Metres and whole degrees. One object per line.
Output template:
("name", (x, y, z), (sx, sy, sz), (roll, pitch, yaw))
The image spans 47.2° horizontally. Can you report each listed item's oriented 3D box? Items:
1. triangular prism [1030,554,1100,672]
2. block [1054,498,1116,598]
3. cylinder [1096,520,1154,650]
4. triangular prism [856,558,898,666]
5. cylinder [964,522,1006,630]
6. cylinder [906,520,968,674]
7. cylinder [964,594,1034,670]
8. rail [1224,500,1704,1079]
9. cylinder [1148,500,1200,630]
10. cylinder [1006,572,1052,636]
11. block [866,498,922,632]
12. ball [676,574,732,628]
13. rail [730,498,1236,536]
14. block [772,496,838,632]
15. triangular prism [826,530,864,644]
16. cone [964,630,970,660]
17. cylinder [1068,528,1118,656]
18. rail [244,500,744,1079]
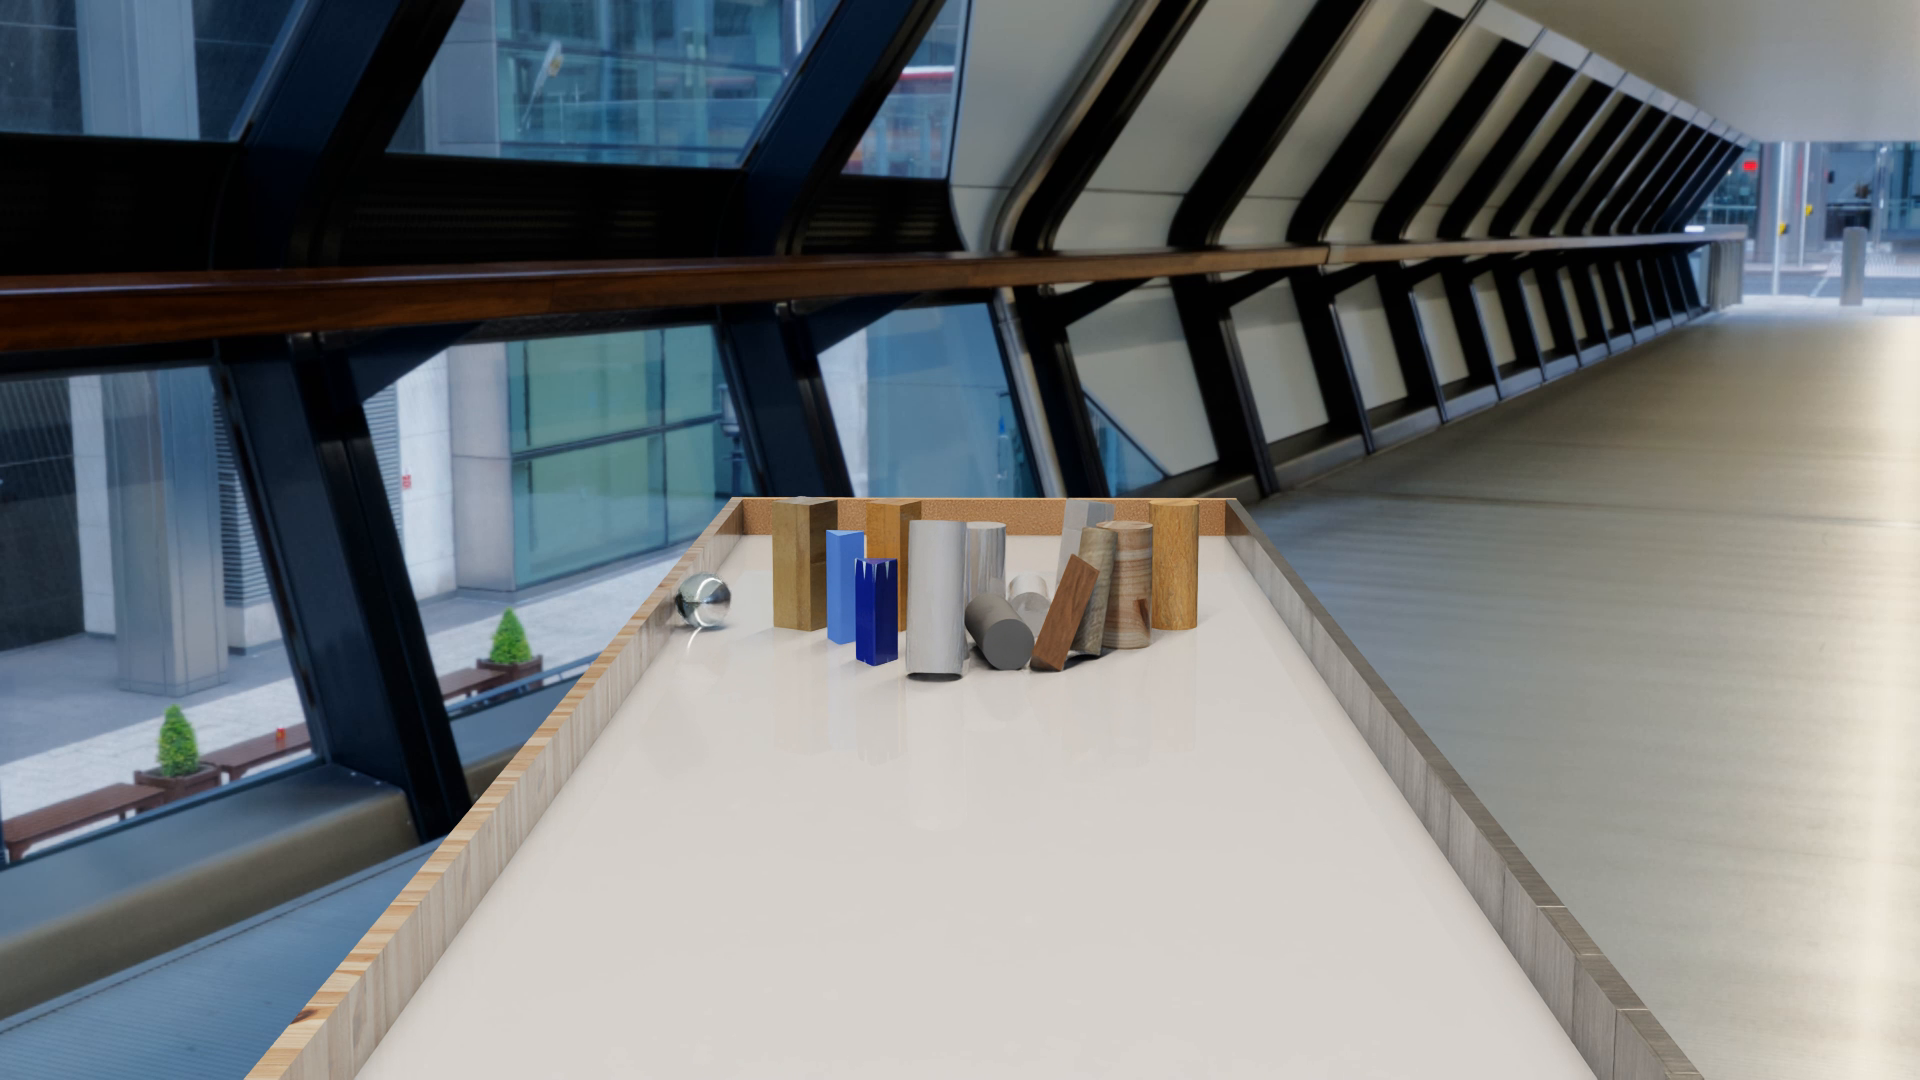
("triangular prism", (0.296, 0.225, 6.626), (0.109, 0.350, 0.095), (33, -26, -21))
("block", (0.402, 0.076, 7.189), (0.114, 0.408, 0.114), (4, 5, -38))
("cylinder", (0.515, 0.140, 6.911), (0.179, 0.379, 0.179), (0, 9, 0))
("triangular prism", (-0.270, 0.214, 6.669), (0.110, 0.311, 0.127), (6, 11, 32))
("cylinder", (0.071, 0.117, 7.200), (0.160, 0.335, 0.160), (0, 9, 0))
("cylinder", (-0.070, 0.166, 6.471), (0.171, 0.443, 0.171), (1, -1, 0))
("cylinder", (0.118, 0.278, 6.754), (0.157, 0.157, 0.428), (-1, 9, -7))
("rail", (1.046, 0.843, 3.208), (0.050, 0.150, 12.000), (0, 9, 1))
("cylinder", (0.698, 0.079, 7.203), (0.163, 0.409, 0.163), (0, 9, 0))
("cylinder", (0.226, 0.211, 7.202), (0.149, 0.149, 0.355), (0, 9, 1))
("block", (-0.215, 0.080, 7.184), (0.130, 0.414, 0.130), (5, 10, 31))
("ball", (-0.838, 0.198, 7.191), (0.178, 0.178, 0.178), (0, 9, 0))
("rail", (0.099, -0.098, 9.147), (2.100, 0.150, 0.050), (0, 9, 1))
("block", (-0.506, 0.076, 7.205), (0.153, 0.414, 0.153), (6, 11, 33))
("triangular prism", (-0.382, 0.146, 6.977), (0.104, 0.348, 0.120), (7, 11, 38))
("cone", (-0.045, 0.167, 6.717), (0.155, 0.387, 0.155), (0, 9, 0))
("cylinder", (0.402, 0.158, 6.750), (0.112, 0.380, 0.112), (9, -5, 1))
("rail", (-1.004, 0.839, 3.234), (0.050, 0.150, 12.000), (0, 9, 1))
